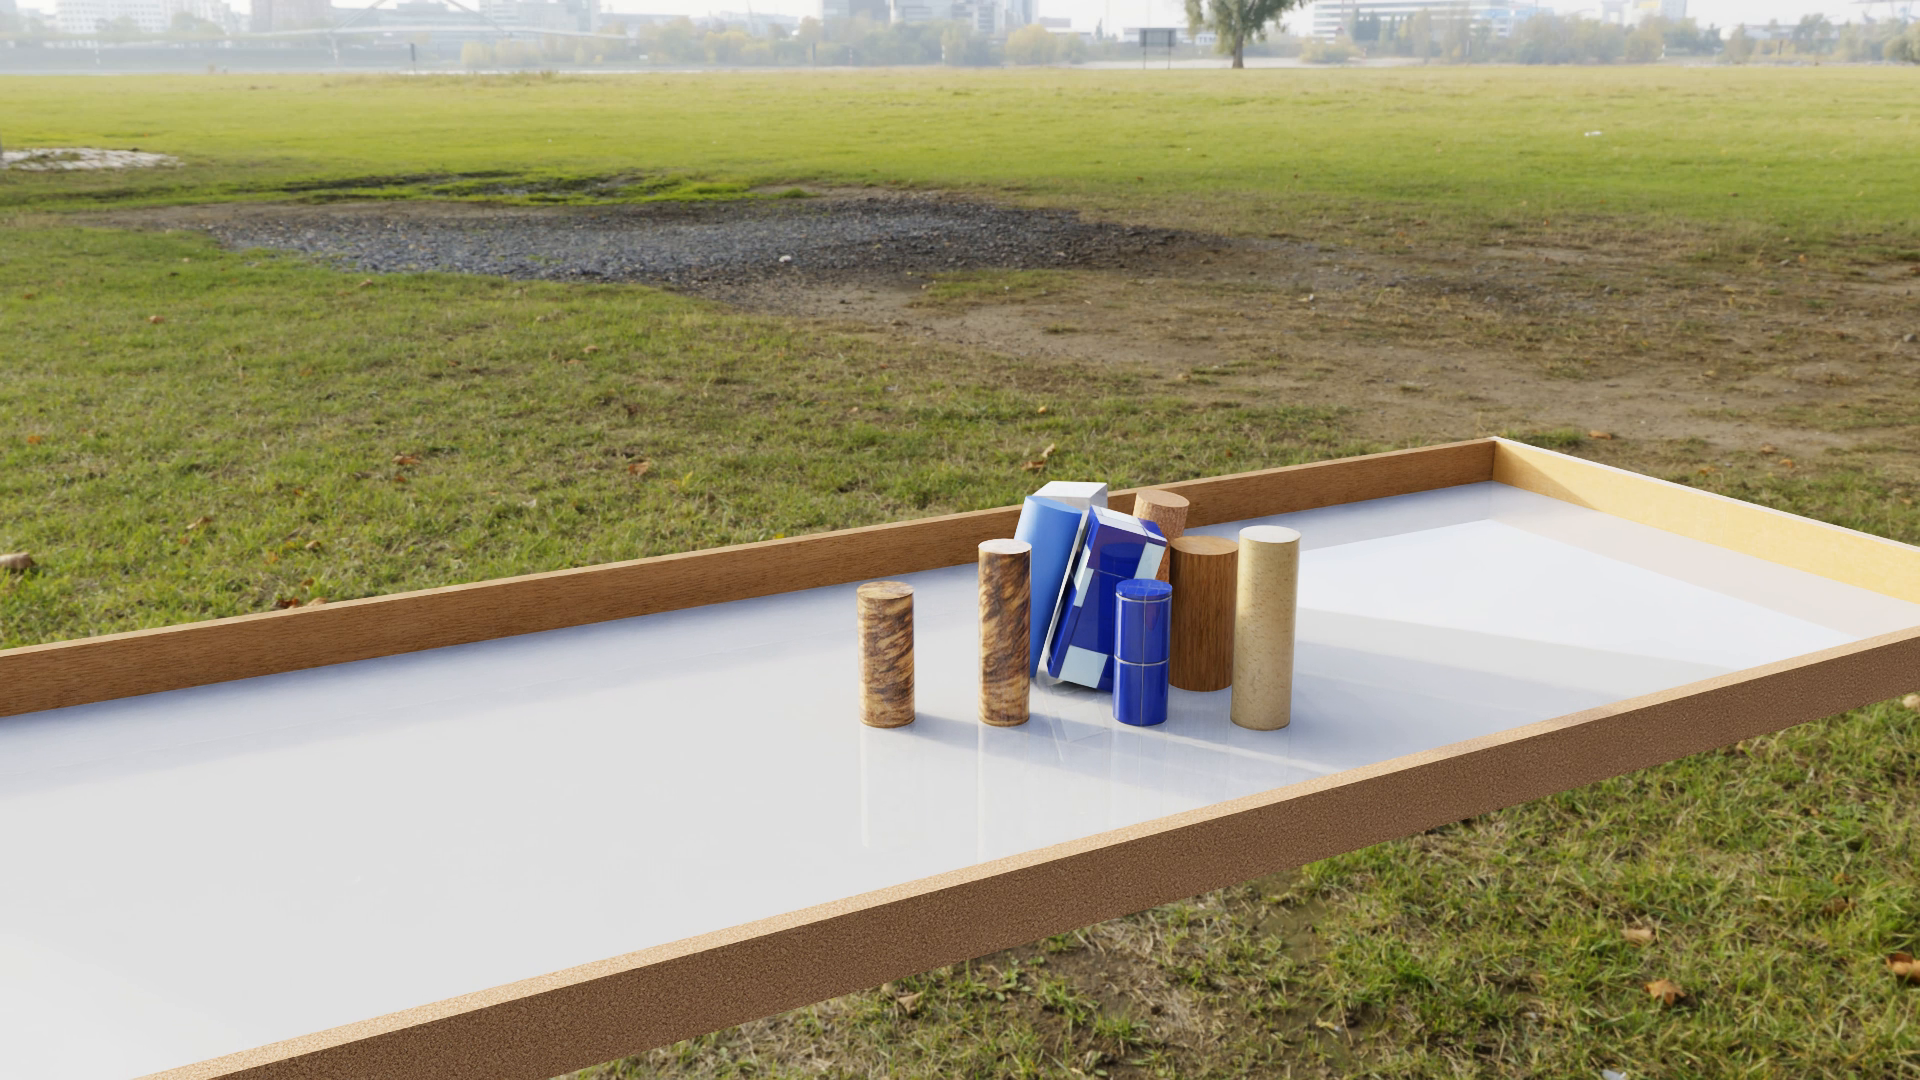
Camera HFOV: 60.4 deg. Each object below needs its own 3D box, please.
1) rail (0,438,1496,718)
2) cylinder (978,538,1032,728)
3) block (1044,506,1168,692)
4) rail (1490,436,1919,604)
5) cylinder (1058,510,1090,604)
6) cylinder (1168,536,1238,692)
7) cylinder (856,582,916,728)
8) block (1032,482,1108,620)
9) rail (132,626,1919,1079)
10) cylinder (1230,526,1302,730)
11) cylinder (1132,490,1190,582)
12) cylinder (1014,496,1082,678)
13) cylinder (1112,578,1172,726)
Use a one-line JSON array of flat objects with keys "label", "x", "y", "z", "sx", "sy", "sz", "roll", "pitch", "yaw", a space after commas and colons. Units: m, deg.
[{"label": "rail", "x": -3.305, "y": 0.497, "z": 3.399, "sx": 12.000, "sy": 0.150, "sz": 0.050, "roll": -9, "pitch": 18, "yaw": -27}, {"label": "cylinder", "x": 0.104, "y": 0.218, "z": 3.862, "sx": 0.123, "sy": 0.424, "sz": 0.123, "roll": 0, "pitch": 16, "yaw": 0}, {"label": "block", "x": 0.355, "y": 0.145, "z": 4.087, "sx": 0.171, "sy": 0.405, "sz": 0.171, "roll": 15, "pitch": 15, "yaw": -7}, {"label": "rail", "x": 2.466, "y": -0.048, "z": 5.253, "sx": 0.050, "sy": 0.150, "sz": 2.100, "roll": -9, "pitch": 18, "yaw": -27}, {"label": "cylinder", "x": 0.350, "y": 0.105, "z": 4.395, "sx": 0.167, "sy": 0.331, "sz": 0.167, "roll": 2, "pitch": 19, "yaw": -1}, {"label": "cylinder", "x": 0.602, "y": 0.182, "z": 4.110, "sx": 0.169, "sy": 0.353, "sz": 0.169, "roll": 0, "pitch": 16, "yaw": 0}, {"label": "cylinder", "x": -0.173, "y": 0.269, "z": 3.874, "sx": 0.133, "sy": 0.319, "sz": 0.133, "roll": 0, "pitch": 16, "yaw": 0}, {"label": "block", "x": 0.314, "y": 0.030, "z": 4.606, "sx": 0.165, "sy": 0.355, "sz": 0.165, "roll": 3, "pitch": 16, "yaw": 21}, {"label": "rail", "x": -2.336, "y": 1.006, "z": 1.665, "sx": 12.000, "sy": 0.150, "sz": 0.050, "roll": -9, "pitch": 18, "yaw": -27}, {"label": "cylinder", "x": 0.711, "y": 0.206, "z": 3.844, "sx": 0.140, "sy": 0.458, "sz": 0.140, "roll": 0, "pitch": 16, "yaw": 0}, {"label": "cylinder", "x": 0.488, "y": 0.089, "z": 4.283, "sx": 0.135, "sy": 0.418, "sz": 0.135, "roll": 8, "pitch": 19, "yaw": -3}, {"label": "cylinder", "x": 0.178, "y": 0.117, "z": 4.146, "sx": 0.148, "sy": 0.433, "sz": 0.148, "roll": 15, "pitch": 10, "yaw": -3}, {"label": "cylinder", "x": 0.429, "y": 0.264, "z": 3.882, "sx": 0.131, "sy": 0.323, "sz": 0.131, "roll": 0, "pitch": 16, "yaw": 0}]
